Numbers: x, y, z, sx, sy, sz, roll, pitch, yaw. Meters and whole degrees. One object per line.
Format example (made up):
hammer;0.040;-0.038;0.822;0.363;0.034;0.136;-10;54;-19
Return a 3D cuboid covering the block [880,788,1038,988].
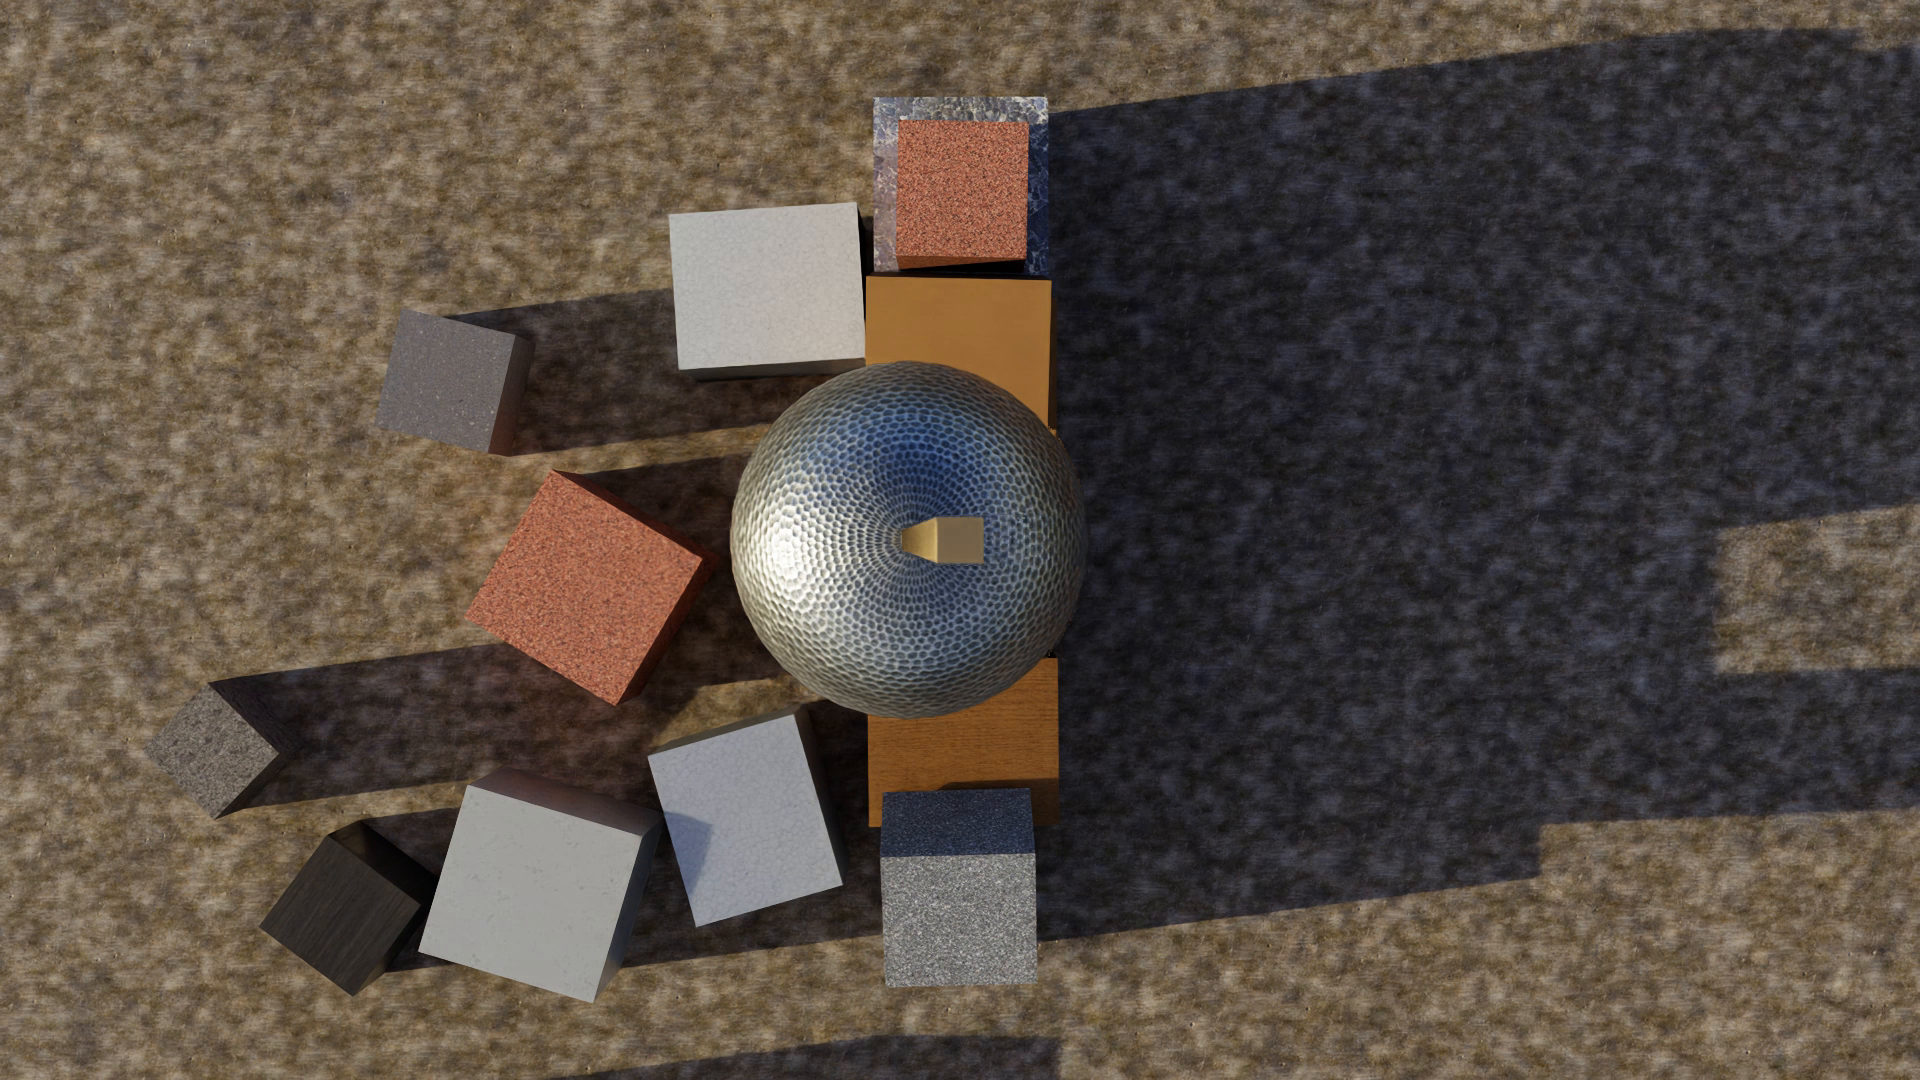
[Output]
block;-0.006;1.859;11.814;0.801;0.724;0.780;-2;111;0

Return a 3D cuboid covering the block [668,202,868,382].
block;-1.050;-1.388;12.505;1.029;0.990;0.850;-4;90;0

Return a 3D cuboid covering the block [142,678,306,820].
block;-4.250;1.199;12.734;0.573;0.533;0.529;45;90;0

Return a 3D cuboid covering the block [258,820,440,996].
block;-3.476;2.107;12.662;0.659;0.675;0.642;37;90;0

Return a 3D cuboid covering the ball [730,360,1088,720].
ball;-0.226;0.000;9.821;1.600;1.600;1.600;0;90;0

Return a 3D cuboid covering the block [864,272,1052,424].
block;-0.015;-0.935;11.466;0.922;0.945;0.877;1;98;0

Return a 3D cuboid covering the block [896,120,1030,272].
block;0.012;-1.799;11.573;0.669;0.621;0.695;1;90;0

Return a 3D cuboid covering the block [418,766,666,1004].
block;-2.347;1.934;12.506;0.997;0.989;0.950;17;90;0

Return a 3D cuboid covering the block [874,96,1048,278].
block;0.005;-1.869;12.442;0.946;1.117;1.051;0;90;0

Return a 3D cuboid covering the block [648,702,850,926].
block;-1.183;1.544;12.551;0.838;0.899;0.979;-16;90;0

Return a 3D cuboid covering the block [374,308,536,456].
block;-2.907;-0.900;12.701;0.661;0.599;0.684;13;90;0

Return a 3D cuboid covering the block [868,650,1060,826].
block;0.018;1.114;12.547;1.048;0.907;0.915;-1;90;0

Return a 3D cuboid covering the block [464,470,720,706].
block;-2.067;0.263;12.533;0.967;0.934;0.941;31;90;0

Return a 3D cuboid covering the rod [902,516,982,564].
rod;-0.098;0.000;6.423;0.080;5.200;0.080;0;90;-2

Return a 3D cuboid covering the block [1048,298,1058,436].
block;0.011;-0.771;12.534;1.041;0.932;1.120;0;90;0
